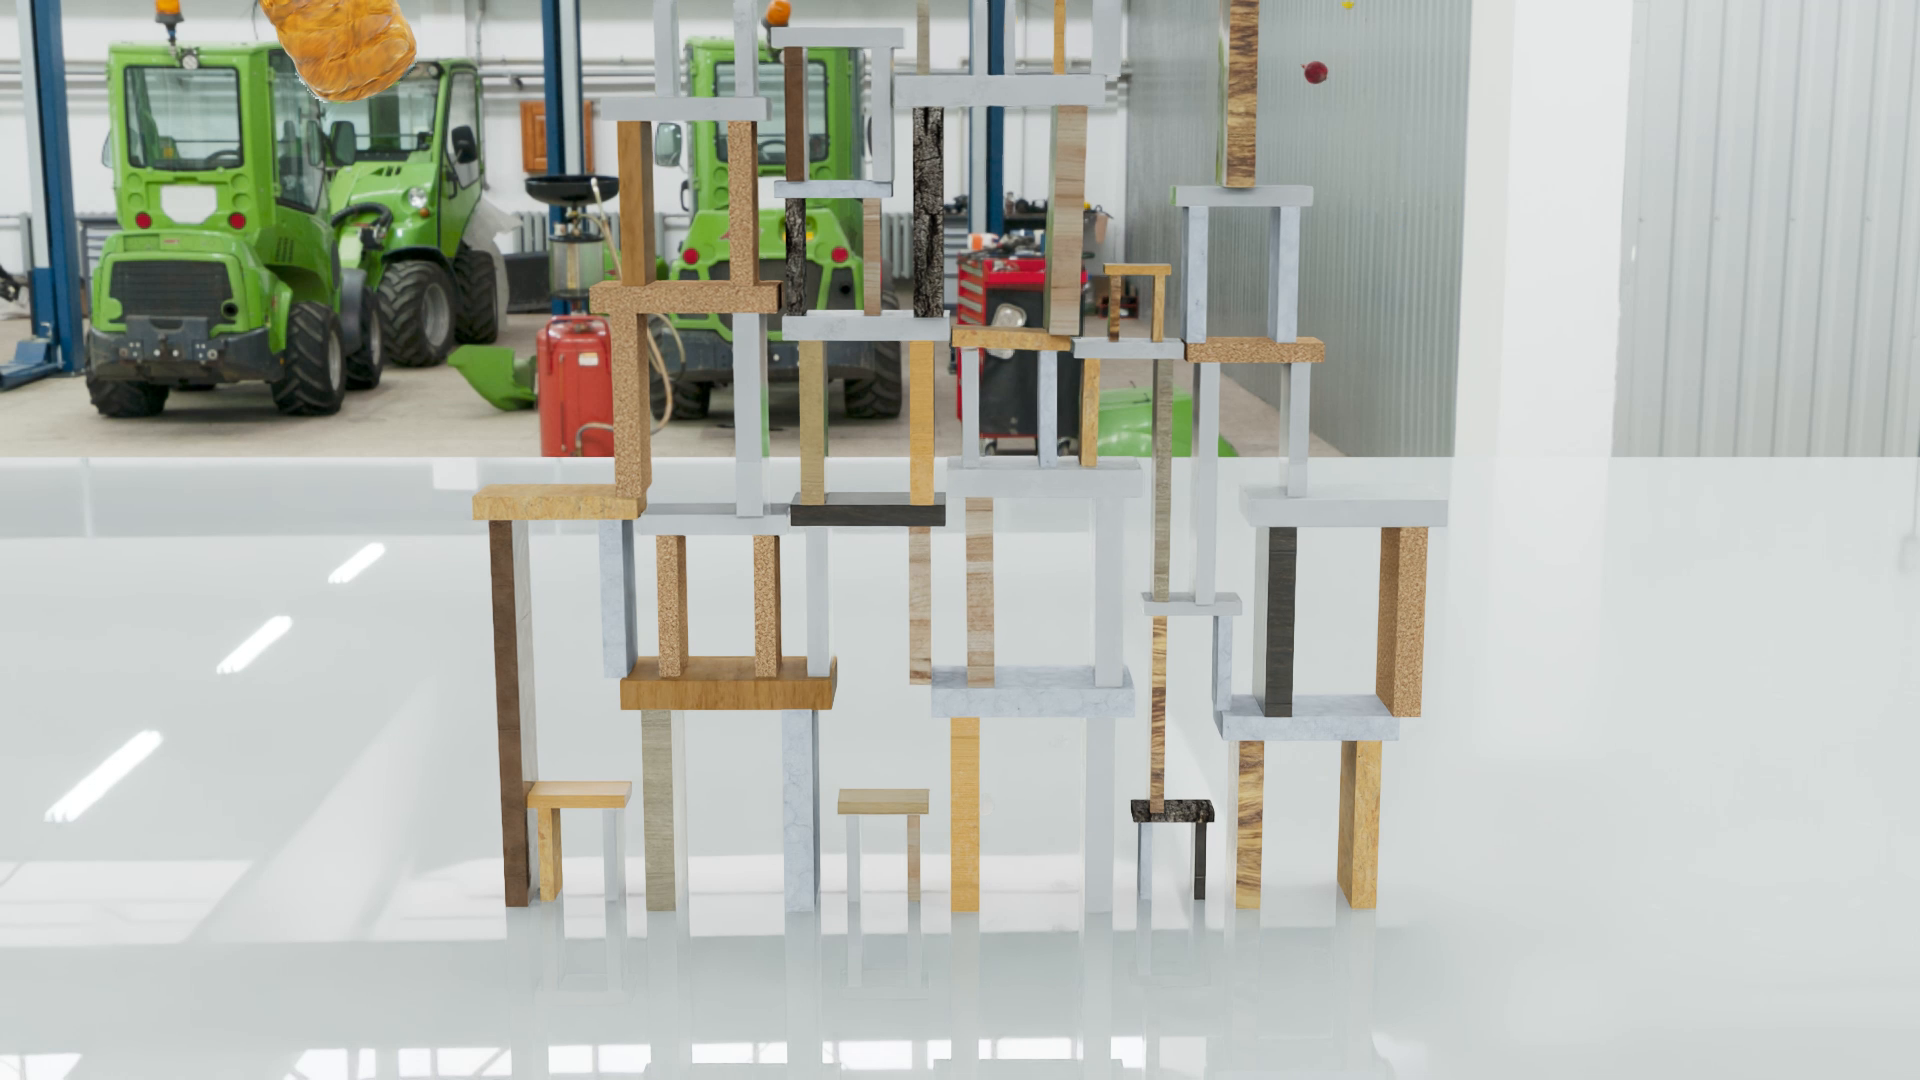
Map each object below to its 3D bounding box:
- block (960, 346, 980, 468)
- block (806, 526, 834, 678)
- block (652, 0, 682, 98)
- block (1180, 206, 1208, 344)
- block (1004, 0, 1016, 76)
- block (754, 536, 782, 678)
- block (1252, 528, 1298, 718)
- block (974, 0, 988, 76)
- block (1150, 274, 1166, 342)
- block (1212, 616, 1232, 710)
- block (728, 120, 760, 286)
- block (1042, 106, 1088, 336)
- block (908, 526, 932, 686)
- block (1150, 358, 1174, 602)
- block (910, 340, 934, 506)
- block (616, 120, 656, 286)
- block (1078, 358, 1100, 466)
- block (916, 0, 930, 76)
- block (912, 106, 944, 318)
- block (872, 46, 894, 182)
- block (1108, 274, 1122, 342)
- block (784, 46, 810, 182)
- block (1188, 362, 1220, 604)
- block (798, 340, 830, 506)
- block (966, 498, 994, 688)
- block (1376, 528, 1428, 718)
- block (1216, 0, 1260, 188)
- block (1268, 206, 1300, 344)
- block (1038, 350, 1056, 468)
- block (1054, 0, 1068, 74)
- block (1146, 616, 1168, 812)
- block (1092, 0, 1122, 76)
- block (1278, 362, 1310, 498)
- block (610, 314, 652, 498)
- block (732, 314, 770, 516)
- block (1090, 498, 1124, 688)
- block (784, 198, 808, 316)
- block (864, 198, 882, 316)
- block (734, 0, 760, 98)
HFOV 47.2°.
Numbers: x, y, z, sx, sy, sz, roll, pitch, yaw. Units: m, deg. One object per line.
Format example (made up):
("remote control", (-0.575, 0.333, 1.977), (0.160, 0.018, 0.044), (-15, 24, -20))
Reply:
("block", (0.016, -0.214, 3.514), (0.026, 0.185, 0.093), (-1, 11, -1))
("block", (-0.228, 0.088, 3.580), (0.035, 0.247, 0.123), (0, 11, 0))
("block", (-0.456, -0.785, 3.418), (0.027, 0.190, 0.095), (0, 11, 0))
("block", (0.370, -0.423, 3.481), (0.030, 0.212, 0.106), (0, 11, 0))
("block", (0.078, -0.778, 3.410), (0.016, 0.115, 0.058), (0, 11, 2))
("block", (-0.313, 0.096, 3.578), (0.033, 0.232, 0.116), (0, 11, 0))
("block", (0.511, 0.118, 3.582), (0.044, 0.310, 0.155), (0, 11, 0))
("block", (0.031, -0.787, 3.413), (0.019, 0.133, 0.067), (-1, 11, -2))
("block", (0.314, -0.370, 3.495), (0.015, 0.104, 0.052), (1, 10, 0))
("block", (0.429, 0.192, 3.598), (0.022, 0.158, 0.079), (0, 10, 0))
("block", (-0.340, -0.531, 3.461), (0.036, 0.253, 0.126), (0, 11, -1))
("block", (0.165, -0.506, 3.472), (0.046, 0.351, 0.161), (1, 11, -2))
("block", (-0.064, 0.095, 3.581), (0.035, 0.260, 0.123), (0, 11, 0))
("block", (0.324, -0.101, 3.543), (0.024, 0.393, 0.086), (0, 11, 0))
("block", (-0.060, -0.195, 3.526), (0.037, 0.261, 0.131), (0, 10, 0))
("block", (-0.508, -0.531, 3.462), (0.036, 0.253, 0.126), (0, 11, 0))
("block", (0.206, -0.209, 3.522), (0.024, 0.173, 0.086), (1, 11, -1))
("block", (-0.058, -0.788, 3.416), (0.019, 0.133, 0.067), (0, 10, -2))
("block", (-0.049, -0.519, 3.469), (0.046, 0.322, 0.161), (0, 10, 0))
("block", (-0.120, -0.665, 3.437), (0.029, 0.203, 0.102), (0, 11, 2))
("block", (0.245, -0.370, 3.495), (0.015, 0.104, 0.052), (1, 10, -1))
("block", (-0.255, -0.665, 3.436), (0.029, 0.203, 0.102), (0, 11, 1))
("block", (0.392, -0.097, 3.540), (0.030, 0.388, 0.107), (0, 11, -1))
("block", (-0.234, -0.196, 3.526), (0.037, 0.261, 0.130), (0, 10, 0))
("block", (0.032, 0.071, 3.575), (0.044, 0.309, 0.154), (-1, 11, 0))
("block", (0.718, 0.118, 3.581), (0.044, 0.311, 0.155), (0, 11, 0))
("block", (0.431, -0.789, 3.411), (0.043, 0.473, 0.153), (0, 11, 0))
("block", (0.512, -0.423, 3.482), (0.030, 0.212, 0.106), (0, 11, -1))
("block", (0.139, -0.214, 3.517), (0.026, 0.185, 0.093), (0, 10, 0))
("block", (0.156, -0.777, 3.403), (0.016, 0.115, 0.058), (2, 11, 7))
("block", (0.323, 0.277, 3.614), (0.022, 0.331, 0.079), (0, 11, 0))
("block", (0.229, -0.873, 3.391), (0.043, 0.305, 0.153), (1, 11, 5))
("block", (0.536, -0.183, 3.525), (0.030, 0.214, 0.107), (0, 11, 0))
("block", (-0.526, -0.223, 3.517), (0.041, 0.290, 0.145), (0, 11, -2))
("block", (-0.334, -0.209, 3.524), (0.041, 0.321, 0.145), (0, 11, 0))
("block", (0.237, 0.071, 3.576), (0.044, 0.309, 0.154), (-1, 11, 0))
("block", (-0.259, -0.451, 3.482), (0.026, 0.183, 0.091), (0, 10, 0))
("block", (-0.138, -0.450, 3.481), (0.026, 0.183, 0.091), (0, 10, 0))
("block", (-0.332, -0.784, 3.414), (0.027, 0.190, 0.095), (0, 11, 1))
